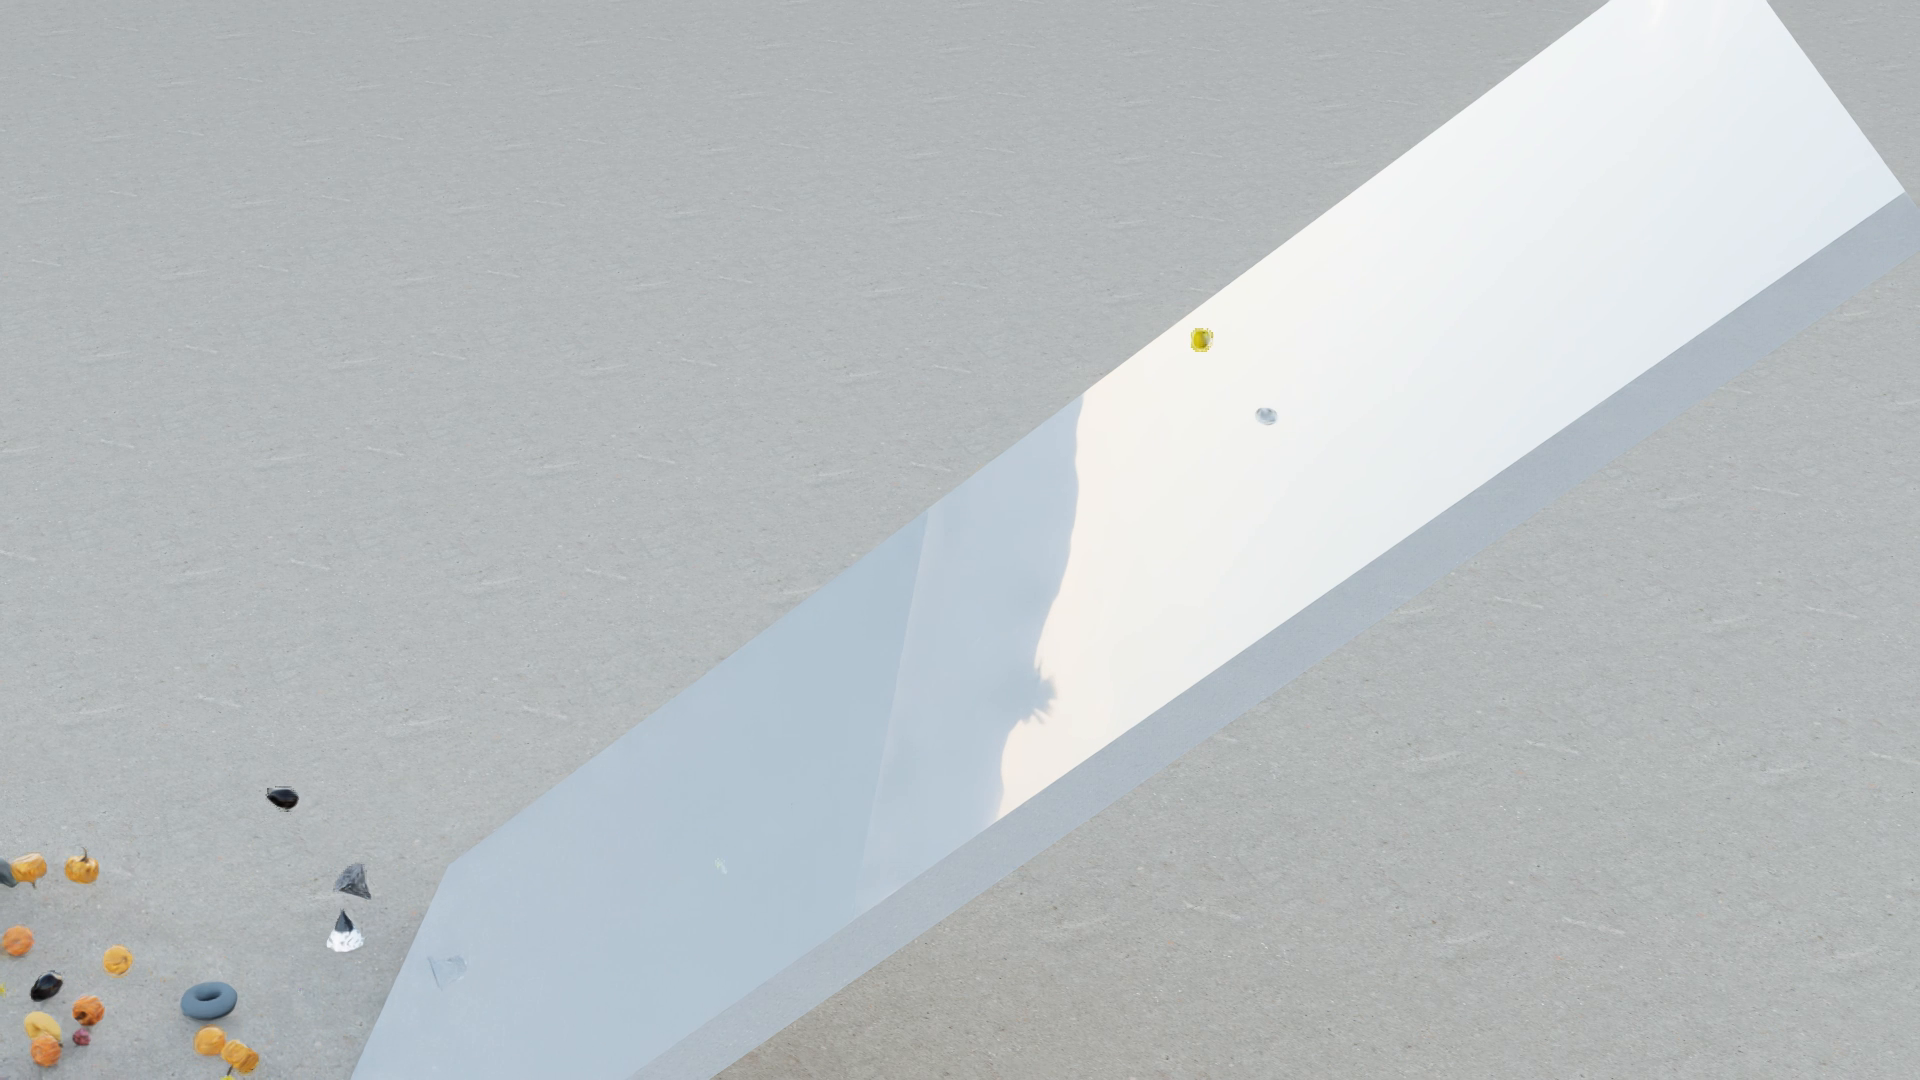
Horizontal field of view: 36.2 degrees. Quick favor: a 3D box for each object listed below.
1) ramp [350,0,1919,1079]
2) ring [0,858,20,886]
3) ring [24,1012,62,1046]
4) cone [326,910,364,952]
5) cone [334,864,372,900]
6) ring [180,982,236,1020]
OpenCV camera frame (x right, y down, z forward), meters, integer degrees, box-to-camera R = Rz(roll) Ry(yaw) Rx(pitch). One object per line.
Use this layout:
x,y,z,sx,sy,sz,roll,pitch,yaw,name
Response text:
0.118,0.187,6.346,4.000,0.100,2.000,-36,16,18,ramp
-2.568,0.885,7.879,0.115,0.115,0.038,17,56,33,ring
-2.245,1.198,7.202,0.101,0.101,0.034,12,43,25,ring
-1.602,1.002,7.646,0.097,0.097,0.097,0,24,0,cone
-1.566,0.910,7.676,0.092,0.092,0.092,-33,22,15,cone
-1.882,1.154,7.368,0.139,0.046,0.139,-1,23,0,ring
